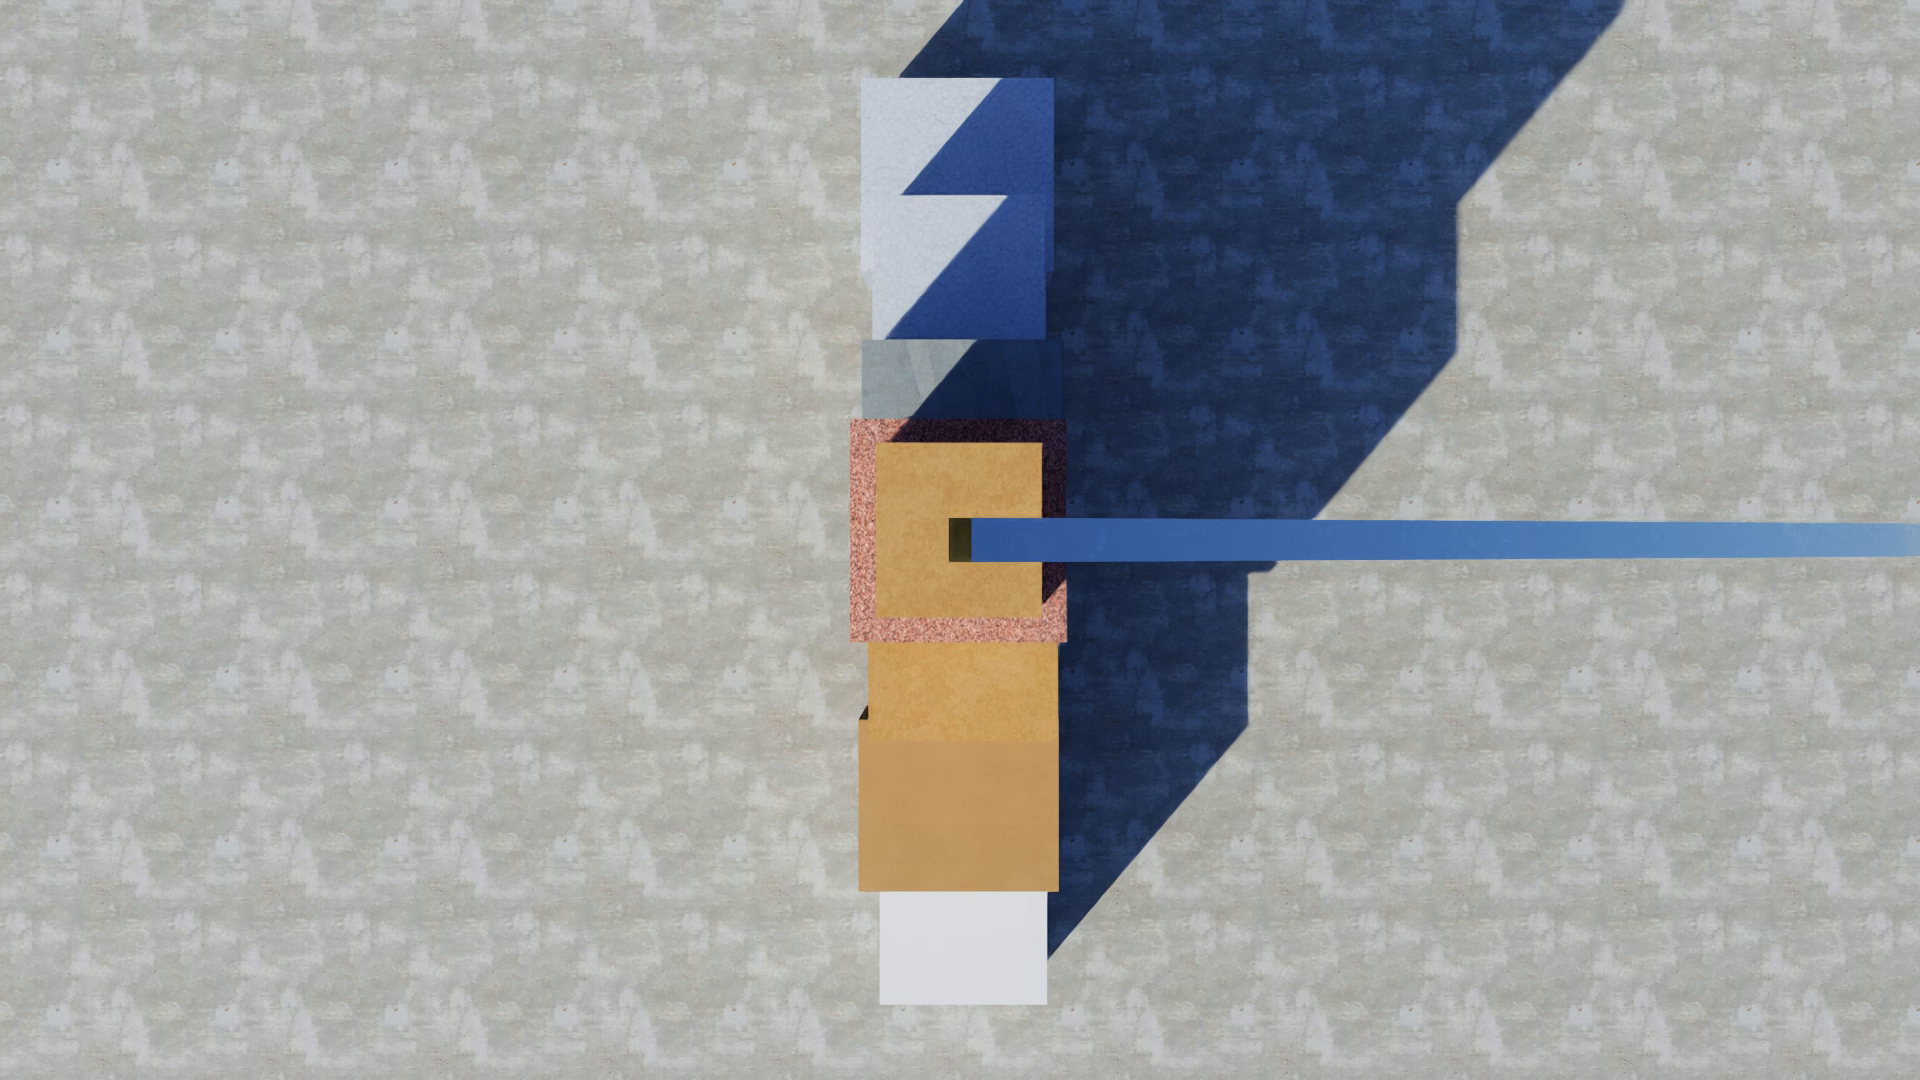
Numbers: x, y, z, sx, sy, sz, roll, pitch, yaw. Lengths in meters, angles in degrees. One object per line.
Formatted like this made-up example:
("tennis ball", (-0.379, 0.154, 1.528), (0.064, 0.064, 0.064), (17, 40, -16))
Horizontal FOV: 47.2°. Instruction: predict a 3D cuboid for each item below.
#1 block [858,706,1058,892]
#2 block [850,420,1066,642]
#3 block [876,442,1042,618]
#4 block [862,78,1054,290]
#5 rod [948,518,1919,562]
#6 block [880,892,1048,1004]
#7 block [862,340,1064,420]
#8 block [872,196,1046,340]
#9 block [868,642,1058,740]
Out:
("block", (-0.008, 1.327, 11.444), (1.000, 0.919, 0.859), (0, 90, 0))
("block", (-0.006, -0.028, 8.942), (0.836, 0.899, 0.862), (0, 89, 0))
("block", (-0.004, -0.031, 8.223), (0.600, 0.538, 0.631), (0, 89, 0))
("block", (-0.013, -2.004, 12.530), (1.056, 0.940, 1.059), (0, 90, 0))
("rod", (2.234, 0.000, 5.291), (5.200, 0.080, 0.080), (0, 90, -31))
("block", (0.019, 2.048, 12.495), (0.913, 1.011, 0.971), (0, 90, 0))
("block", (0.011, -0.486, 10.662), (0.935, 0.949, 0.897), (0, 91, 0))
("block", (-0.004, -1.274, 11.594), (0.875, 0.937, 0.953), (0, 91, 0))
("block", (0.016, 0.456, 10.569), (0.873, 0.852, 0.956), (0, 89, 0))
